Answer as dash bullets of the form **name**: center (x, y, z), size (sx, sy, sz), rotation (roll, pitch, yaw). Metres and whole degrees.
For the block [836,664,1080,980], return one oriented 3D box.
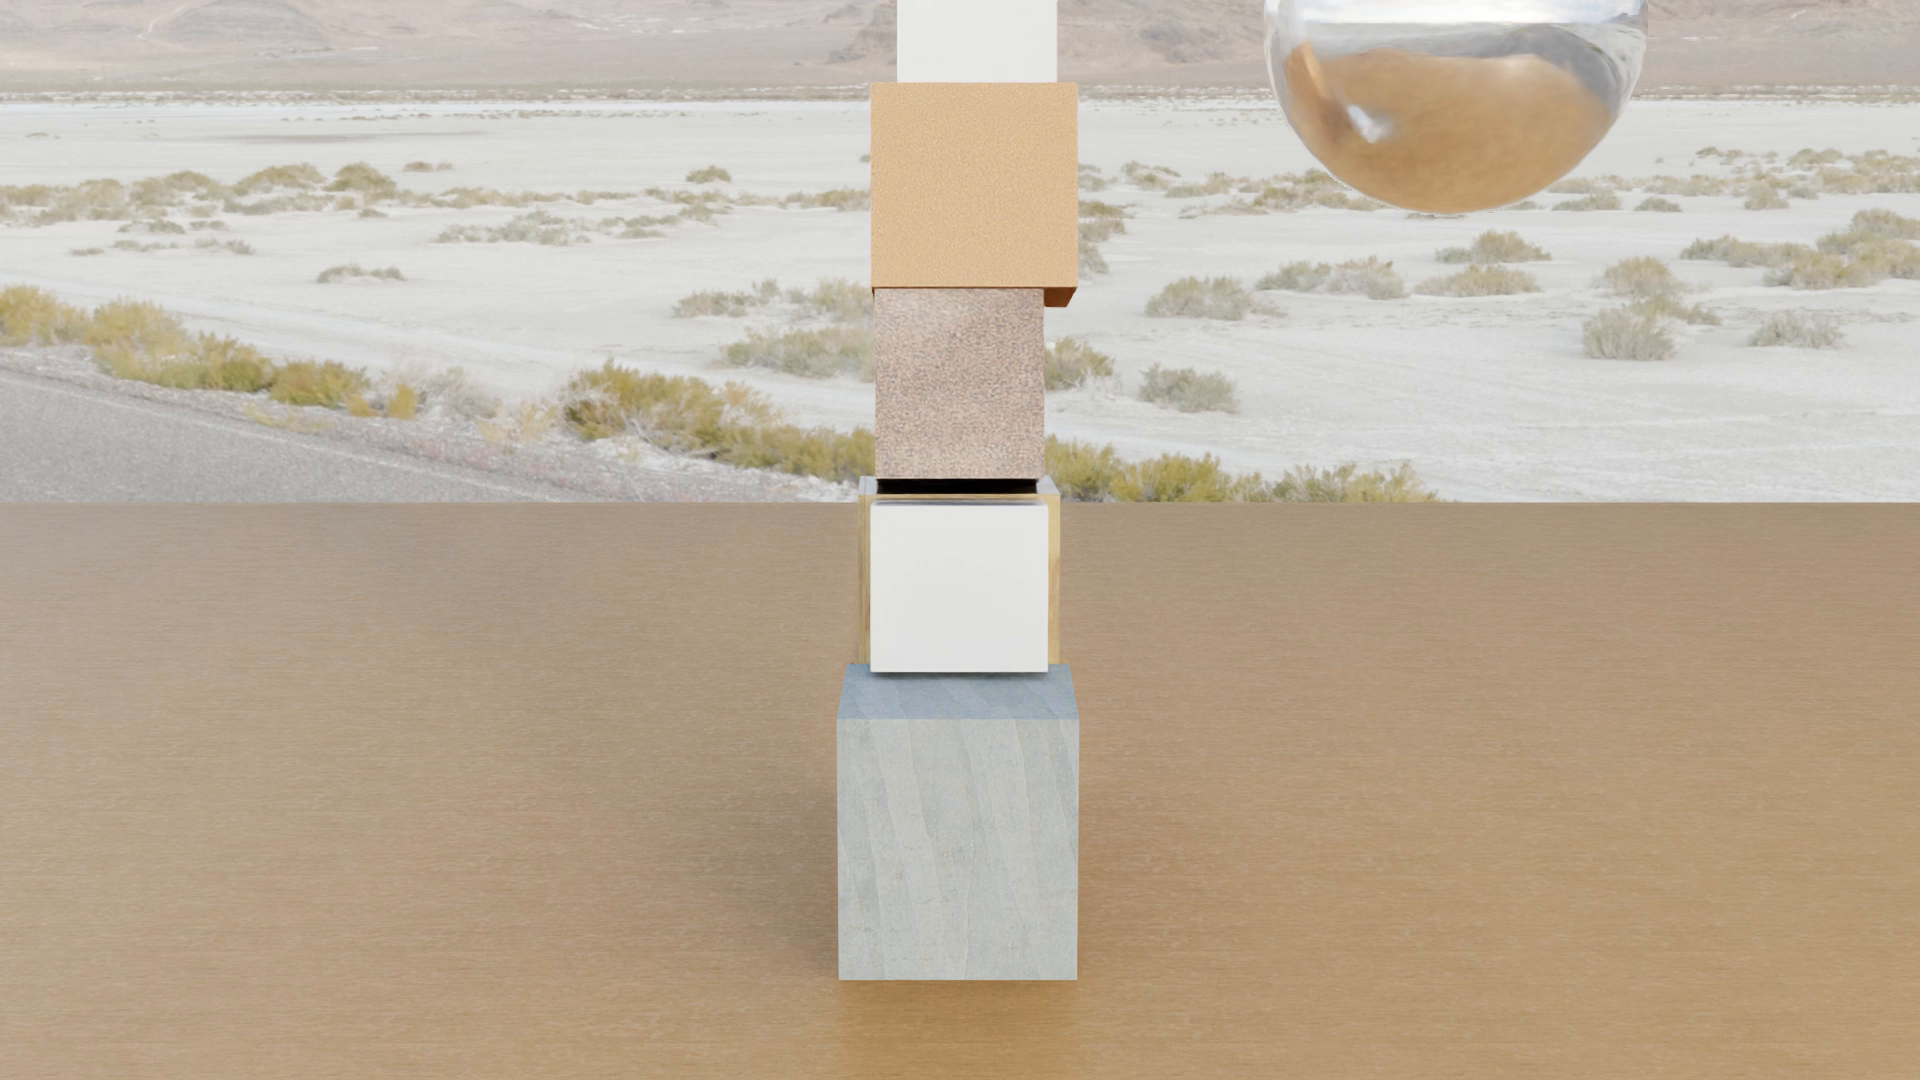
- **block**: center (-0.008, 1.124, 10.439), size (0.935, 1.053, 0.944), rotation (0, 10, 0)

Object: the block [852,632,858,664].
- **block**: center (-0.017, 0.894, 12.271), size (0.959, 0.852, 0.980), rotation (0, 10, 0)

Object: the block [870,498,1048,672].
- **block**: center (-0.005, 0.179, 10.847), size (0.725, 0.681, 0.718), rotation (0, 3, 0)

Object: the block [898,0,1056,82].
- **block**: center (0.068, -2.269, 11.312), size (0.681, 0.669, 0.696), rotation (0, -1, -1)

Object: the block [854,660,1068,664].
- **block**: center (0.007, 1.049, 11.353), size (0.966, 0.873, 0.862), rotation (0, 10, 0)

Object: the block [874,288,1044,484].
- **block**: center (-0.008, -0.661, 11.248), size (0.718, 0.811, 0.695), rotation (0, -1, -1)

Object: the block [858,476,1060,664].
- **block**: center (-0.014, 0.147, 11.635), size (0.882, 0.801, 0.794), rotation (0, 7, -2)

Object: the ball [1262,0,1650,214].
- **ball**: center (2.074, -2.173, 10.785), size (1.600, 1.600, 1.600), rotation (0, 10, 0)

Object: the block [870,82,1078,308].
- **block**: center (0.054, -1.501, 11.293), size (0.877, 0.868, 0.846), rotation (0, -1, -1)
